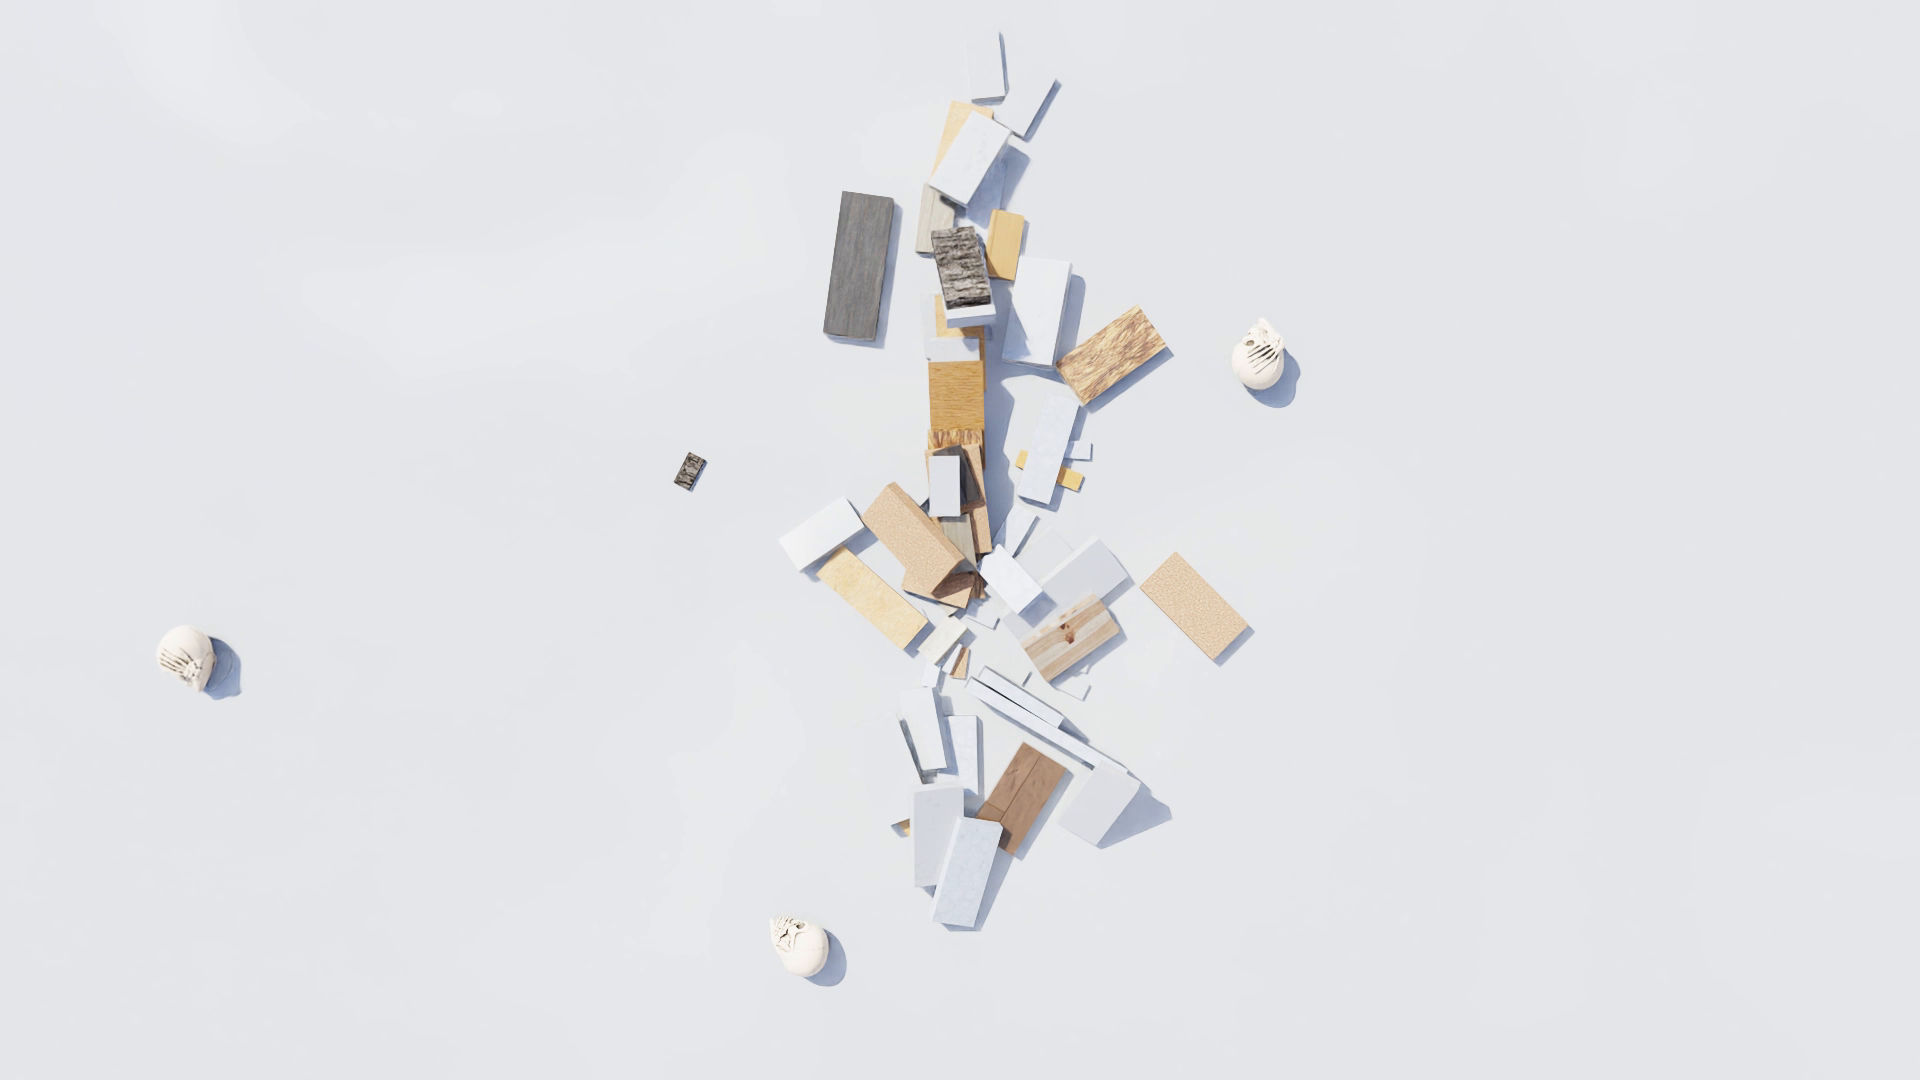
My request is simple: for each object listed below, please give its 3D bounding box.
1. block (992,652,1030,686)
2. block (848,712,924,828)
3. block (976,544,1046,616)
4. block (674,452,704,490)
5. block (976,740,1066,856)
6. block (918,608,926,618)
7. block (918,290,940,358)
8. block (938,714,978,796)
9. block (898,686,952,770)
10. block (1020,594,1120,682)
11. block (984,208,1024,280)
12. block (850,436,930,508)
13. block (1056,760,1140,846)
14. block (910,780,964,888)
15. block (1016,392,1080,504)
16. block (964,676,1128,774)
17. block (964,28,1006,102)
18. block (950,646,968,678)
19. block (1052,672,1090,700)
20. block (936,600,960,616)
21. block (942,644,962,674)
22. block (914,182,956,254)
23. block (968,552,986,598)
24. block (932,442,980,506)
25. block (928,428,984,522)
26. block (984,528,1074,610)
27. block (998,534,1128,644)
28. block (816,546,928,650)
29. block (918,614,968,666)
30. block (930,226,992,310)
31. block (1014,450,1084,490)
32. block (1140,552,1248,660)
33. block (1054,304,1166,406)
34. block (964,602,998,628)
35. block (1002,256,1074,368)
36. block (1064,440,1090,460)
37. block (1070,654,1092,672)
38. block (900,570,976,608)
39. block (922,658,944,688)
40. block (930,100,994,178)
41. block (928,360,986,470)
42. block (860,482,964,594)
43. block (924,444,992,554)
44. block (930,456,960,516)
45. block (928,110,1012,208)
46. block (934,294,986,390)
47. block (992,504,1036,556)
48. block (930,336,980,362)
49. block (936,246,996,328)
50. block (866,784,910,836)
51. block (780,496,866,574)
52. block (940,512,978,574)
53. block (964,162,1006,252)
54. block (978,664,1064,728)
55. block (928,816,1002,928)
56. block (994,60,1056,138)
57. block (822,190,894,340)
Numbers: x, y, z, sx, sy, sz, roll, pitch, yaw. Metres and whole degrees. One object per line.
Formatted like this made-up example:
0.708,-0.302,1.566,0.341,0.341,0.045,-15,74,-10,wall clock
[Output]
0.169,0.430,5.492,0.115,0.016,0.058,31,90,0,block
-0.231,0.756,5.435,0.169,0.048,0.338,-21,91,2,block
0.161,0.130,5.402,0.114,0.032,0.228,-43,65,0,block
-0.902,-0.230,5.492,0.058,0.016,0.115,27,90,0,block
0.192,0.856,5.476,0.169,0.048,0.338,32,90,0,block
-0.161,0.273,5.493,0.103,0.015,0.051,-28,90,0,block
-0.072,-0.713,5.448,0.108,0.030,0.215,-4,109,3,block
-0.010,0.717,5.481,0.132,0.037,0.265,-1,90,0,block
-0.115,0.623,5.450,0.132,0.037,0.265,-11,90,31,block
0.363,0.322,5.440,0.298,0.042,0.149,-35,109,-3,block
0.143,-0.978,5.466,0.108,0.030,0.215,9,90,-22,block
-0.227,-0.204,5.481,0.262,0.037,0.131,44,90,0,block
0.452,0.860,5.396,0.149,0.042,0.298,30,126,0,block
-0.076,0.965,5.411,0.169,0.048,0.338,-5,106,-16,block
0.291,-0.303,5.468,0.114,0.032,0.352,17,90,0,block
0.280,0.617,5.424,0.588,0.151,0.043,30,89,0,block
0.081,-1.581,5.484,0.114,0.032,0.228,-6,90,0,block
-0.003,0.407,5.493,0.052,0.015,0.104,8,90,0,block
0.366,0.481,5.492,0.115,0.016,0.058,26,90,0,block
-0.048,0.199,5.480,0.051,0.015,0.103,-36,77,-3,block
-0.033,0.386,5.479,0.052,0.015,0.104,25,95,23,block
-0.079,-1.066,5.484,0.114,0.032,0.228,8,90,0,block
0.039,0.113,5.488,0.082,0.023,0.164,-3,90,0,block
-0.011,-0.208,5.327,0.096,0.027,0.193,-19,106,5,block
-0.013,-0.188,5.426,0.177,0.050,0.355,-2,106,0,block
0.240,0.114,5.467,0.302,0.043,0.151,-42,99,0,block
0.340,0.184,5.447,0.419,0.048,0.169,-40,109,-1,block
-0.290,0.191,5.472,0.380,0.037,0.131,41,90,3,block
-0.055,0.330,5.472,0.164,0.023,0.082,-48,64,0,block
0.001,-0.885,5.347,0.144,0.041,0.333,-8,53,-4,block
0.296,-0.233,5.492,0.225,0.016,0.058,23,90,0,block
0.776,0.218,5.476,0.169,0.048,0.338,-45,90,0,block
0.498,-0.613,5.476,0.338,0.048,0.169,-36,90,0,block
0.073,0.250,5.493,0.103,0.015,0.051,25,90,0,block
0.256,-0.755,5.452,0.172,0.049,0.344,10,90,17,block
0.376,-0.300,5.492,0.115,0.016,0.058,2,90,0,block
0.373,0.396,5.492,0.115,0.016,0.058,20,90,0,block
-0.072,0.140,5.464,0.228,0.032,0.114,17,87,9,block
-0.091,0.438,5.483,0.052,0.015,0.103,14,90,24,block
0.007,-1.298,5.456,0.144,0.041,0.289,14,83,5,block
-0.009,-0.407,5.412,0.177,0.050,0.355,-2,109,0,block
-0.157,-0.007,5.404,0.344,0.049,0.172,47,125,9,block
-0.005,-0.128,5.391,0.177,0.050,0.355,-7,106,1,block
-0.049,-0.173,5.308,0.096,0.027,0.193,-1,106,0,block
0.032,-1.248,5.405,0.144,0.041,0.289,30,85,6,block
0.003,-0.649,5.429,0.158,0.045,0.316,-3,109,0,block
0.178,-0.034,5.488,0.082,0.023,0.164,31,90,0,block
-0.013,-0.508,5.428,0.158,0.045,0.316,-2,109,0,block
0.016,-0.821,5.351,0.158,0.045,0.316,-7,52,-3,block
-0.175,0.871,5.481,0.132,0.037,0.265,-40,90,0,block
-0.455,-0.018,5.463,0.262,0.037,0.131,-34,73,0,block
-0.005,0.010,5.391,0.096,0.027,0.193,-8,106,2,block
0.054,-0.972,5.485,0.108,0.030,0.576,9,90,0,block
0.199,0.513,5.425,0.302,0.151,0.043,32,90,0,block
0.018,1.092,5.425,0.149,0.042,0.359,12,100,-20,block
0.216,-1.466,5.484,0.114,0.032,0.228,29,90,0,block
-0.337,-0.909,5.476,0.172,0.049,0.472,8,90,0,block
